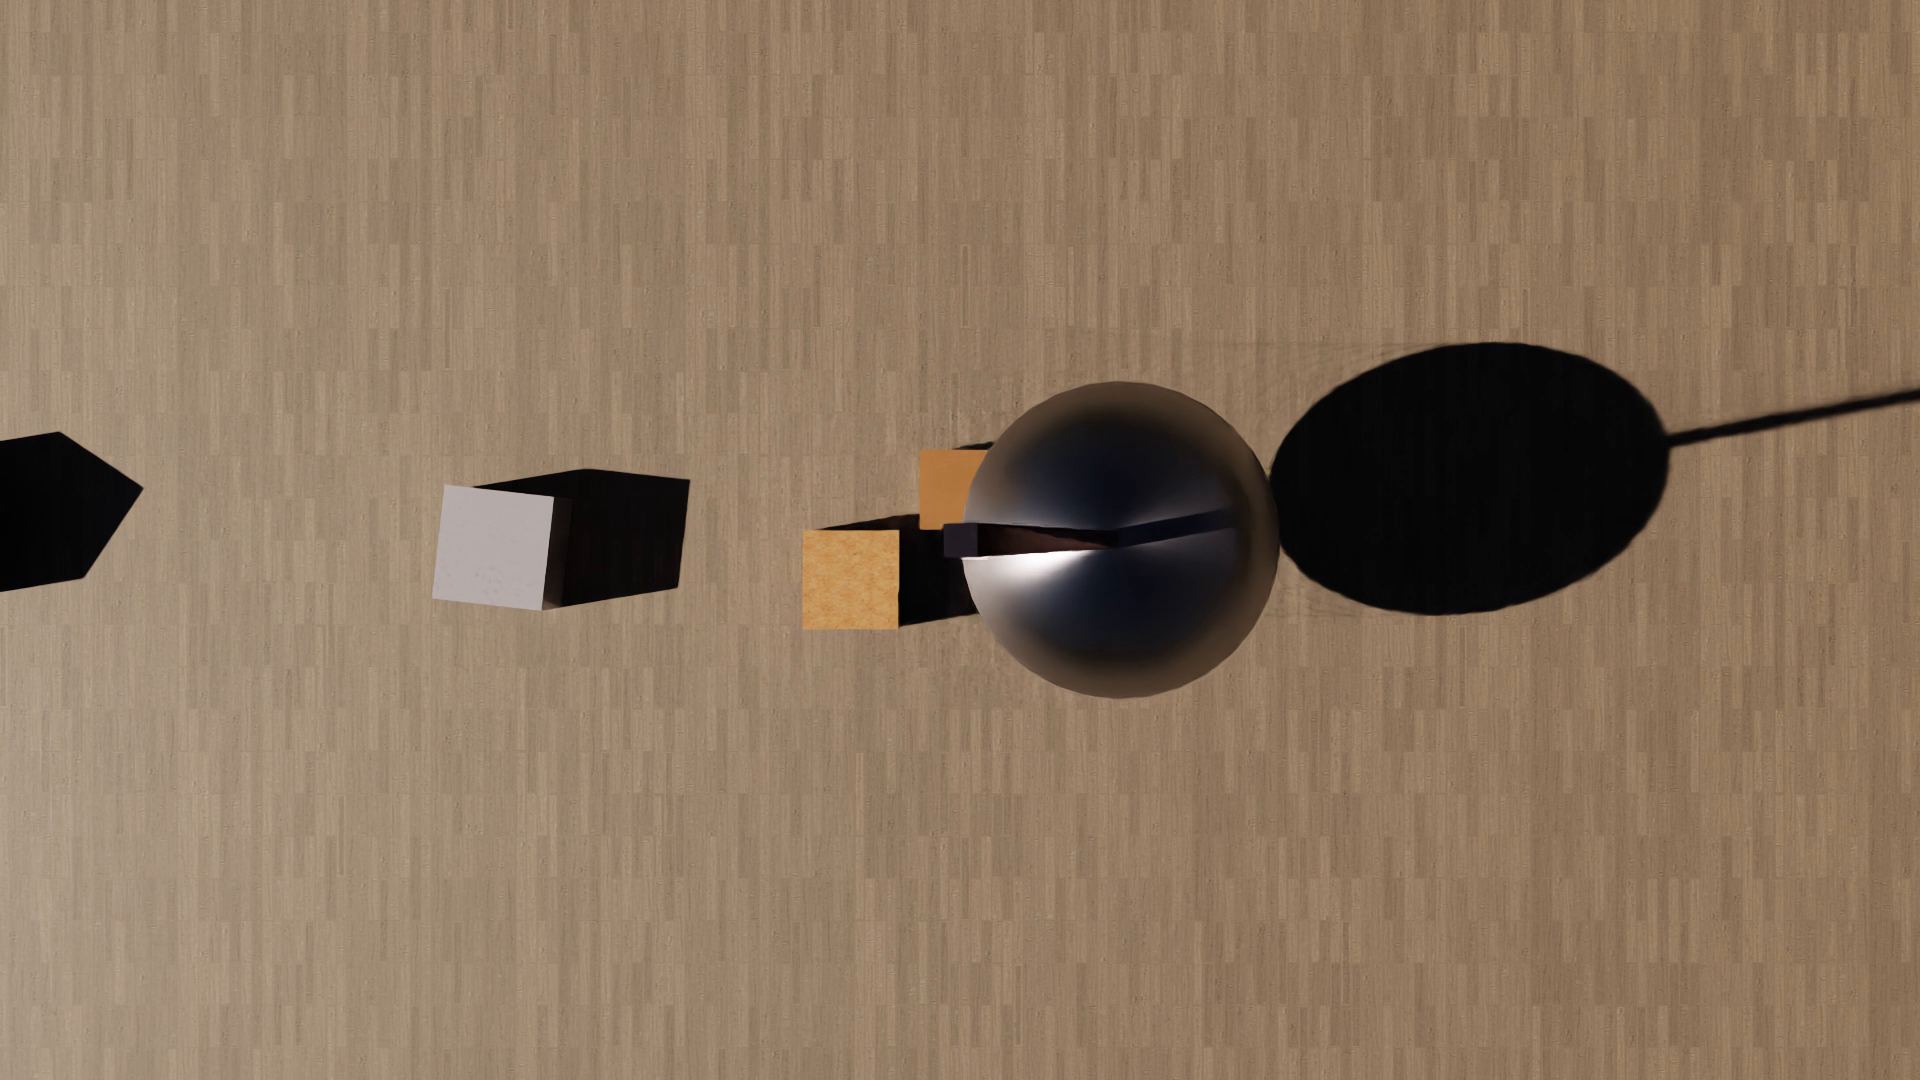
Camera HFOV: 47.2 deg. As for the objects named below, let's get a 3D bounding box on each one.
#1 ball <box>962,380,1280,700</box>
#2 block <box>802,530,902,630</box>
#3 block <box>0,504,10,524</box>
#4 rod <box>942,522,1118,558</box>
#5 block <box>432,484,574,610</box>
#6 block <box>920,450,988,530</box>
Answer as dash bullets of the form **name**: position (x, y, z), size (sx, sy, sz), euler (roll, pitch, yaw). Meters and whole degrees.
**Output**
- **ball**: position (0.802, 0.000, 11.044), size (1.600, 1.600, 1.600), euler (0, 90, 0)
- **block**: position (-0.620, 0.227, 12.742), size (0.544, 0.516, 0.564), euler (0, 90, 0)
- **block**: position (-6.044, -0.077, 12.648), size (0.604, 0.704, 0.645), euler (34, 90, 0)
- **rod**: position (0.347, 0.000, 7.675), size (0.080, 5.200, 0.080), euler (0, 90, 8)
- **block**: position (-2.630, 0.043, 12.693), size (0.620, 0.615, 0.645), euler (6, 90, 0)
- **block**: position (0.014, -0.287, 12.766), size (0.494, 0.469, 0.449), euler (0, 90, 0)
